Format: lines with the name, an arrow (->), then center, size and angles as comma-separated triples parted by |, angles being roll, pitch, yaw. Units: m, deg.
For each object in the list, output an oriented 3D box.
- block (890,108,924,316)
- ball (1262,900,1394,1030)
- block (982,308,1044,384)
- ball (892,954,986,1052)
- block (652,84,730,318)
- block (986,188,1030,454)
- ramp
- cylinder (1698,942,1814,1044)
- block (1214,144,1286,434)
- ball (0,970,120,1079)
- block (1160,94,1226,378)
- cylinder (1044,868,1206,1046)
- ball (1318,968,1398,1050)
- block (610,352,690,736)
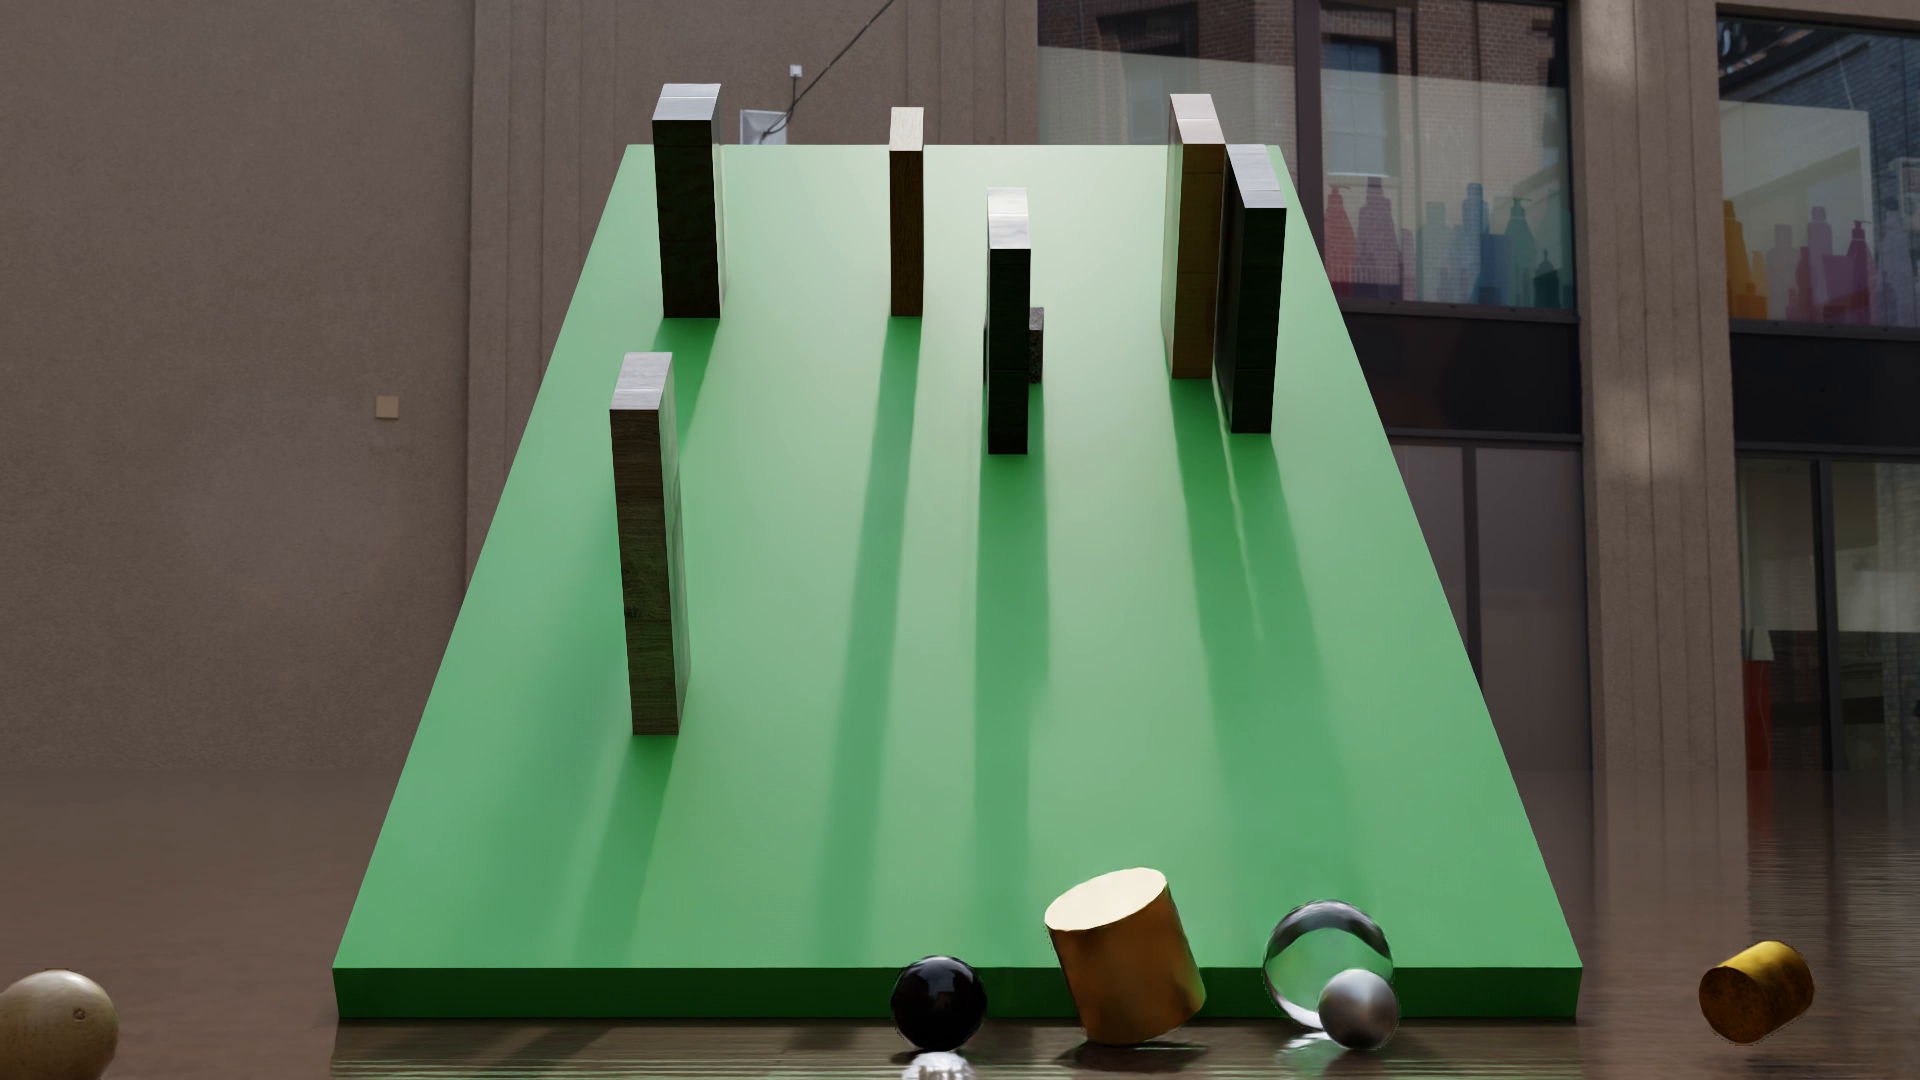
block -> -0.137, -0.854, 6.204 | 0.082, 0.446, 0.341 | 0, 28, 0
ball -> 0.566, 0.653, 3.678 | 0.198, 0.198, 0.198 | 0, -5, 0
block -> 0.131, -0.477, 5.827 | 0.141, 0.141, 0.141 | 2, 28, 3
ball -> -0.030, 0.660, 3.408 | 0.136, 0.136, 0.136 | 0, -5, 0
block -> -0.689, -0.873, 6.151 | 0.145, 0.528, 0.293 | 0, 28, 0
block -> 0.109, -0.508, 5.507 | 0.089, 0.500, 0.389 | 0, 28, 0
ramp -> -0.012, -0.221, 5.606 | 2.000, 0.100, 4.000 | 0, 28, 0
cylinder -> 1.093, 0.621, 3.282 | 0.109, 0.109, 0.109 | -15, 5, -37
block -> 0.676, -0.593, 5.611 | 0.092, 0.554, 0.427 | 0, 28, 0
ball -> -1.107, 0.603, 2.914 | 0.157, 0.157, 0.157 | 0, -5, 0
block -> 0.565, -0.745, 5.848 | 0.098, 0.596, 0.371 | 0, 28, 0
cylinder -> 0.243, 0.611, 3.516 | 0.189, 0.189, 0.189 | -19, 12, 4
ball -> 0.571, 0.673, 3.428 | 0.114, 0.114, 0.114 | 0, -5, 0
block -> -0.562, 0.011, 4.366 | 0.084, 0.664, 0.242 | 0, 28, 0
